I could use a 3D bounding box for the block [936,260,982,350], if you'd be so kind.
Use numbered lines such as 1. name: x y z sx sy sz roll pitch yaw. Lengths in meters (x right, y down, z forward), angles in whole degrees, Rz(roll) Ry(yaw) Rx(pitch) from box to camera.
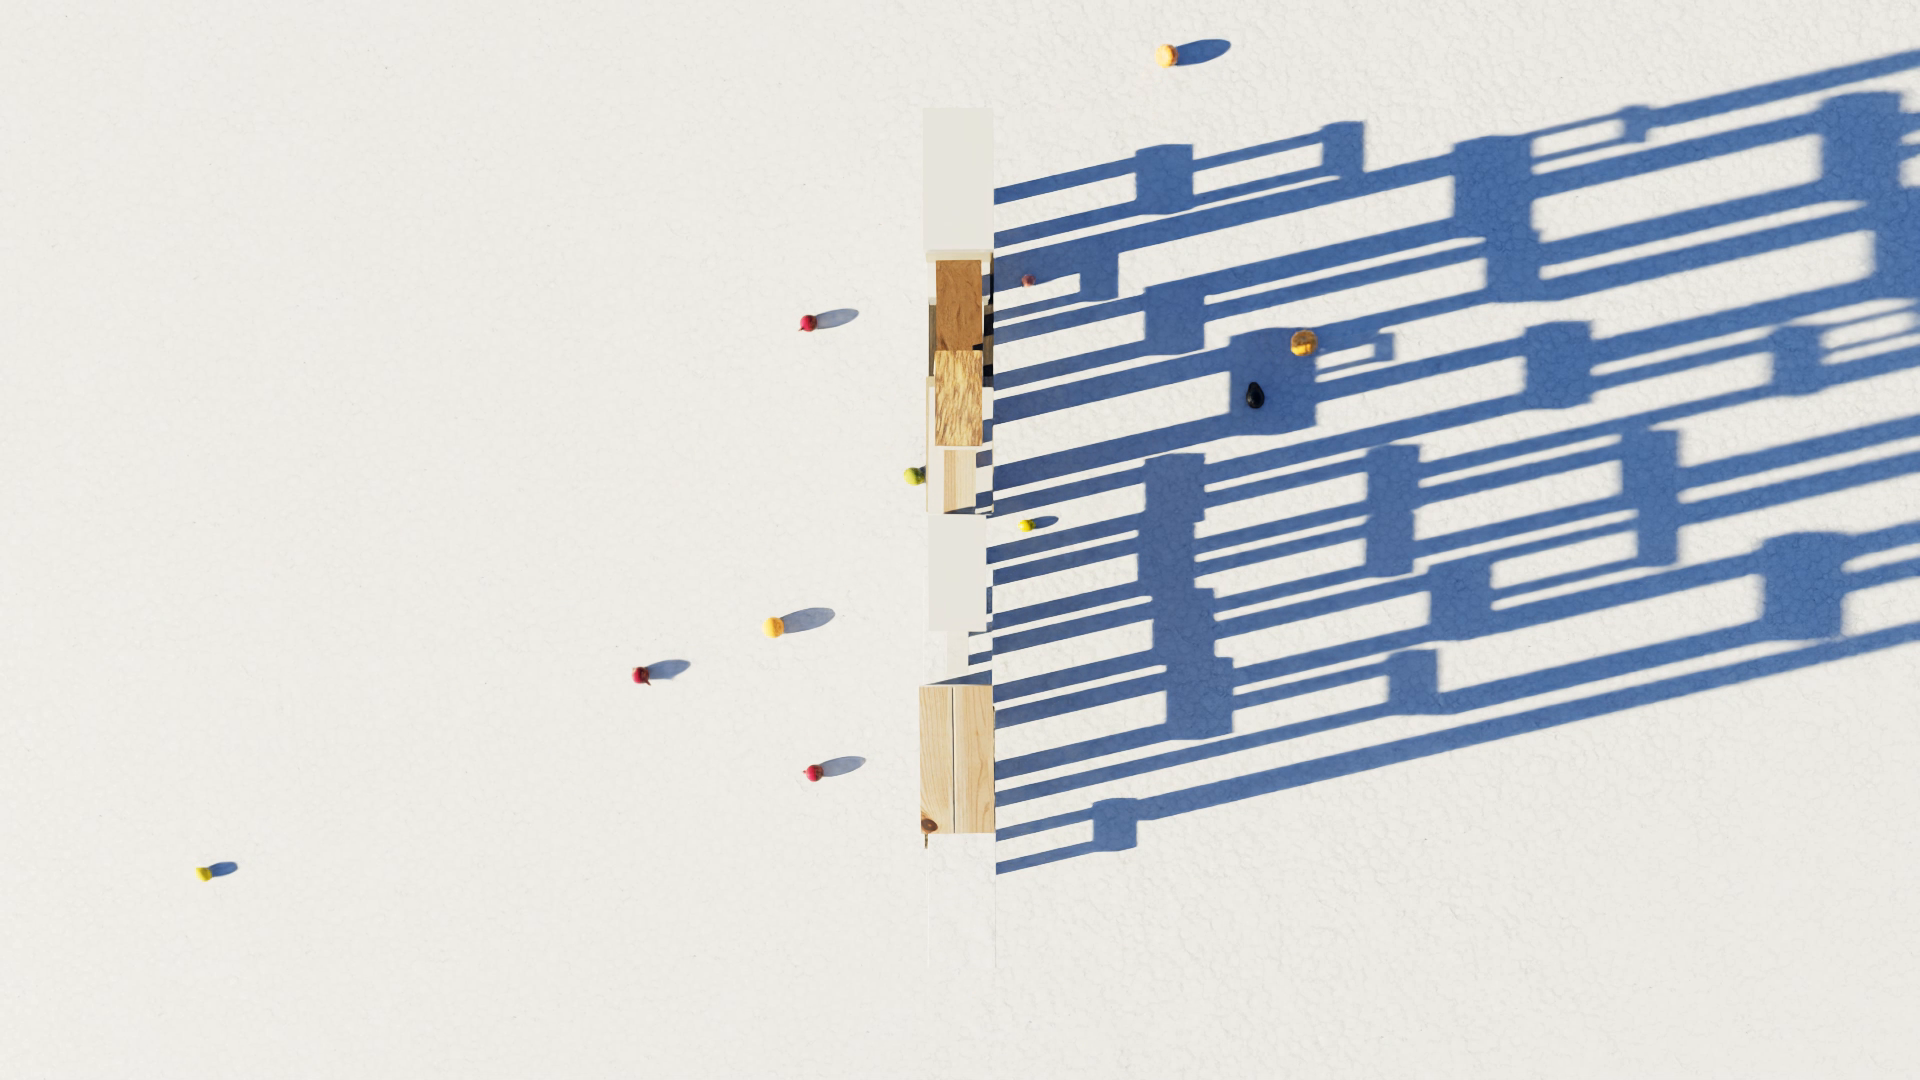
1. block: -0.002 -0.546 3.863 0.107 0.030 0.214 -1 90 0

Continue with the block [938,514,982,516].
1. block: 0.000 0.047 4.548 0.118 0.033 0.236 0 90 0

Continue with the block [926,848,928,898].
1. block: -0.004 0.806 4.539 0.175 0.049 0.349 0 90 0

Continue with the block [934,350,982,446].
1. block: -0.003 -0.325 3.801 0.109 0.031 0.218 0 90 0

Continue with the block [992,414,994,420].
1. block: 0.004 -0.318 4.234 0.155 0.311 0.044 -3 90 0

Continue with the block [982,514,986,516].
1. block: 0.003 -0.122 4.820 0.140 0.040 0.280 0 90 0

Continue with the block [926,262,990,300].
1. block: -0.005 -0.760 4.115 0.157 0.044 0.313 0 90 0

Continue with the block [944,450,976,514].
1. block: -0.001 -0.136 3.874 0.075 0.021 0.150 0 90 0

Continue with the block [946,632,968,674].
1. block: -0.007 0.273 4.021 0.054 0.015 0.108 0 90 0

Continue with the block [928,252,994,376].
1. block: 0.003 -0.617 4.475 0.176 0.050 0.353 0 90 0

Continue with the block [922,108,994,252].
1. block: -0.004 -0.817 3.750 0.160 0.045 0.320 0 90 0

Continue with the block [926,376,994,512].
1. block: -0.001 -0.255 4.415 0.180 0.051 0.360 0 90 0

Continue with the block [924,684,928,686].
1. block: -0.009 0.387 3.958 0.167 0.357 0.047 0 90 0

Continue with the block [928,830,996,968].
1. block: 0.005 0.822 3.783 0.154 0.044 0.308 0 90 0

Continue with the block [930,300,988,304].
1. block: -0.003 -0.657 4.293 0.157 0.313 0.044 0 90 0

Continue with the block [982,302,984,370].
1. block: 0.004 -0.489 4.153 0.110 0.031 0.221 1 90 0

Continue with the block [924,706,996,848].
1. block: -0.001 0.594 4.138 0.176 0.050 0.352 0 90 0

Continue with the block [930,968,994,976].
1. block: 0.004 0.935 4.171 0.161 0.046 0.321 0 90 0

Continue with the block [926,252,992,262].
1. block: -0.004 -0.711 3.933 0.160 0.320 0.045 0 90 0

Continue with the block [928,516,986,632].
1. block: -0.007 0.077 3.848 0.135 0.038 0.269 0 90 0

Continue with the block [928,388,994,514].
1. block: 0.002 -0.218 4.057 0.155 0.044 0.310 1 90 0

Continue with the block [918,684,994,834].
1. block: -0.008 0.498 3.756 0.167 0.047 0.333 -1 90 0

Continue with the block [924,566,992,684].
1. block: -0.005 0.240 4.161 0.173 0.049 0.346 0 90 0
